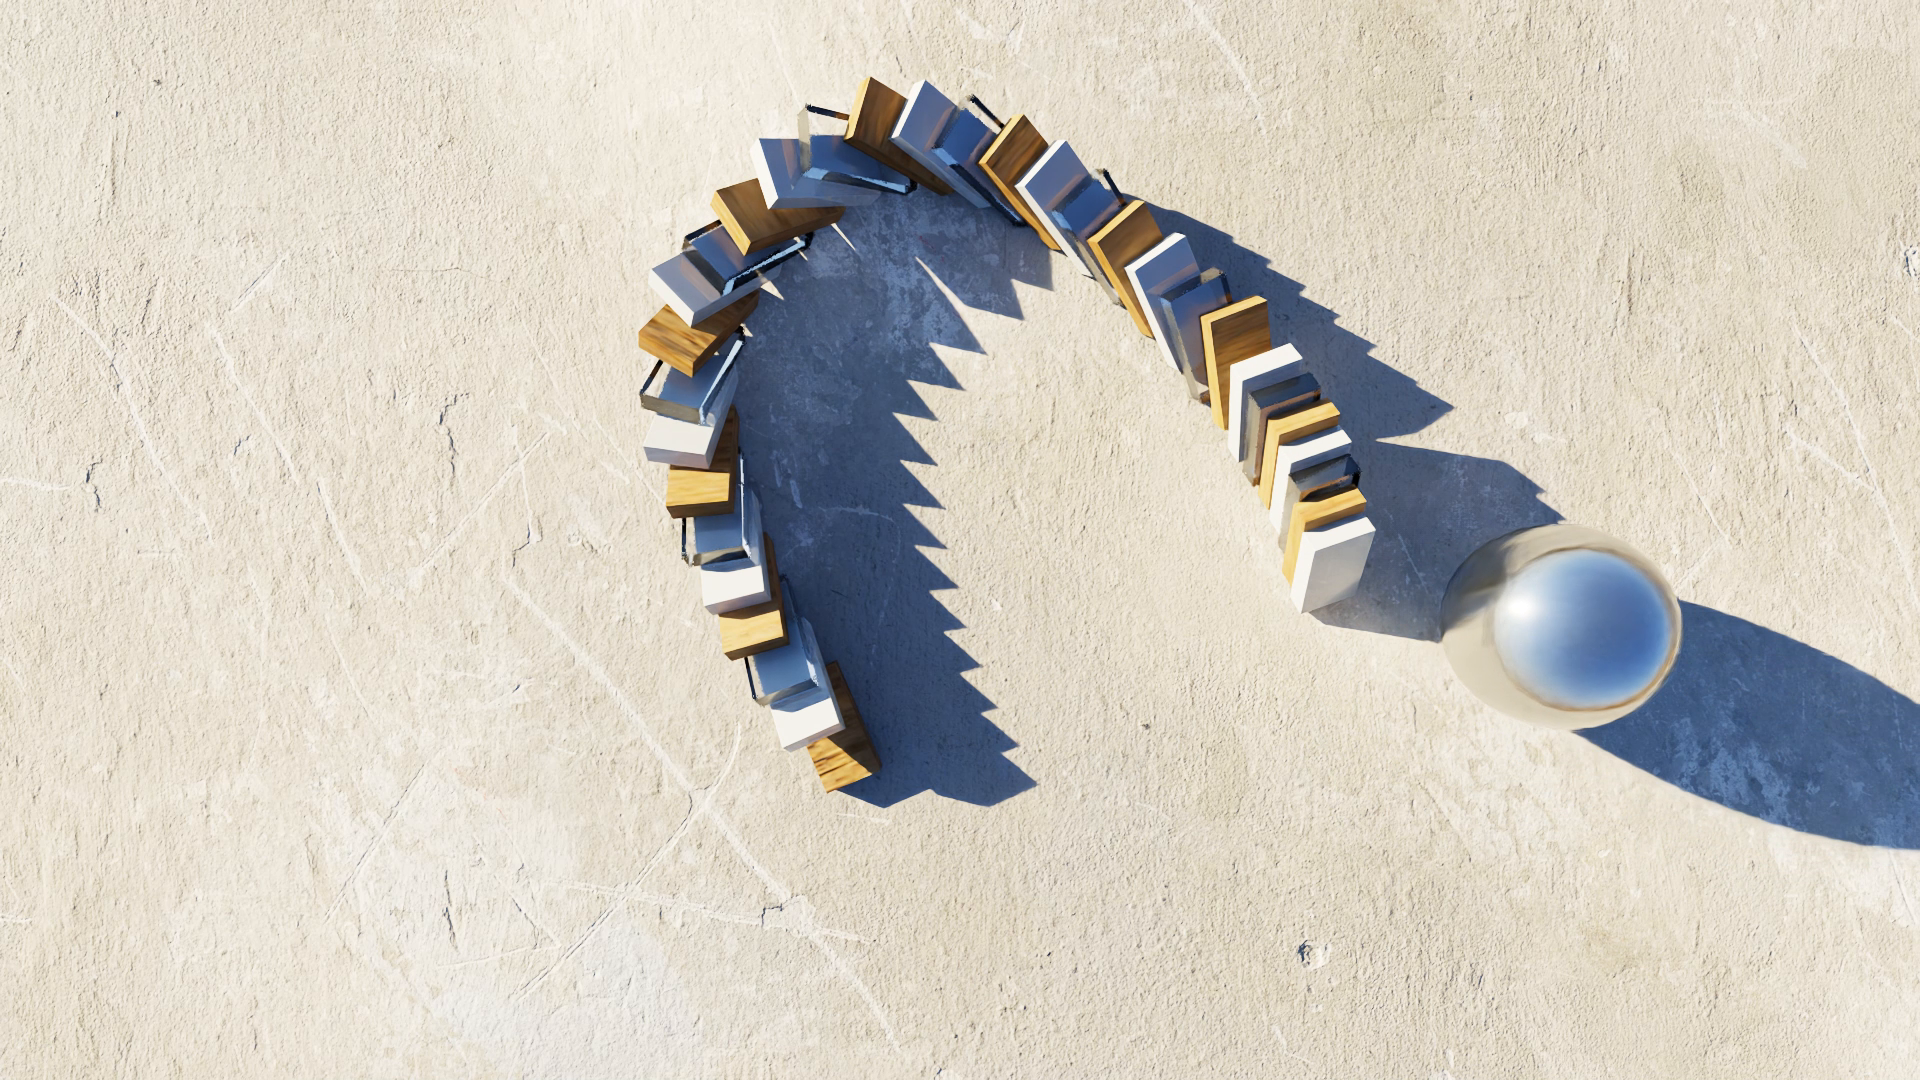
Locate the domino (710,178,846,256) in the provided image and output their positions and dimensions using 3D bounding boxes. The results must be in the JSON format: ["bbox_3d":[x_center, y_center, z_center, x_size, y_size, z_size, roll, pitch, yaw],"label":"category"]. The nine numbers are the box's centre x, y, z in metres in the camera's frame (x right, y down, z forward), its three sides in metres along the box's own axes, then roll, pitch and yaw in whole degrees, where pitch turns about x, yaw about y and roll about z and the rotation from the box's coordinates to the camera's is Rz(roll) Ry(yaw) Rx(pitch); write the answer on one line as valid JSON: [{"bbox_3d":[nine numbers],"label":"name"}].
[{"bbox_3d":[-0.075,-0.139,0.382,0.050,0.010,0.025,-34,90,-33],"label":"domino"}]

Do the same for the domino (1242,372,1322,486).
[{"bbox_3d":[0.132,-0.044,0.377,0.025,0.050,0.010,-19,54,0],"label":"domino"}]

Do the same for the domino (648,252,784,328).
[{"bbox_3d":[-0.101,-0.112,0.382,0.025,0.010,0.050,46,57,1],"label":"domino"}]

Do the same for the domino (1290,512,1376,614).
[{"bbox_3d":[0.152,0.010,0.377,0.025,0.050,0.009,-19,54,0],"label":"domino"}]

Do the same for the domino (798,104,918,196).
[{"bbox_3d":[-0.042,-0.162,0.382,0.050,0.010,0.025,-4,90,-36],"label":"domino"}]

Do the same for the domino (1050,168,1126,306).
[{"bbox_3d":[0.062,-0.126,0.383,0.025,0.010,0.050,-44,122,0],"label":"domino"}]

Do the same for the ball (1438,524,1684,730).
[{"bbox_3d":[0.233,0.034,0.360,0.080,0.080,0.080,0,90,0],"label":"ball"}]

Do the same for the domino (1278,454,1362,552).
[{"bbox_3d":[0.147,-0.012,0.377,0.025,0.050,0.009,-19,54,0],"label":"domino"}]

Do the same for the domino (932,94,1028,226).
[{"bbox_3d":[0.015,-0.157,0.382,0.050,0.010,0.025,31,89,-33],"label":"domino"}]

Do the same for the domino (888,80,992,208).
[{"bbox_3d":[-0.003,-0.164,0.382,0.050,0.009,0.025,26,89,-33],"label":"domino"}]

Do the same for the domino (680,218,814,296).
[{"bbox_3d":[-0.088,-0.124,0.382,0.025,0.009,0.050,47,57,0],"label":"domino"}]

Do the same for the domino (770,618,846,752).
[{"bbox_3d":[-0.068,0.060,0.384,0.025,0.009,0.050,-24,63,0],"label":"domino"}]

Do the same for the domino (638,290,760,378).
[{"bbox_3d":[-0.108,-0.092,0.382,0.025,0.010,0.050,30,56,0],"label":"domino"}]

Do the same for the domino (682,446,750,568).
[{"bbox_3d":[-0.102,-0.014,0.383,0.025,0.010,0.050,-9,60,0],"label":"domino"}]

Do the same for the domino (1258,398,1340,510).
[{"bbox_3d":[0.138,-0.034,0.377,0.025,0.050,0.009,-19,54,0],"label":"domino"}]

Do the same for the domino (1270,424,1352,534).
[{"bbox_3d":[0.143,-0.024,0.377,0.025,0.050,0.010,-19,54,0],"label":"domino"}]

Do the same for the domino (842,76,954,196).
[{"bbox_3d":[-0.022,-0.167,0.382,0.050,0.009,0.025,17,89,-34],"label":"domino"}]

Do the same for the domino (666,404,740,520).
[{"bbox_3d":[-0.107,-0.033,0.383,0.025,0.010,0.050,-5,58,0],"label":"domino"}]

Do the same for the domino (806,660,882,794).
[{"bbox_3d":[-0.055,0.080,0.395,0.025,0.010,0.050,-24,90,0],"label":"domino"}]

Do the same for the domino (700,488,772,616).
[{"bbox_3d":[-0.095,0.005,0.384,0.025,0.010,0.050,-14,61,0],"label":"domino"}]

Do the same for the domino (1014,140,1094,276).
[{"bbox_3d":[0.048,-0.138,0.383,0.025,0.009,0.050,-48,123,0],"label":"domino"}]

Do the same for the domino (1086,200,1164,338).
[{"bbox_3d":[0.076,-0.113,0.383,0.025,0.010,0.050,-41,122,0],"label":"domino"}]

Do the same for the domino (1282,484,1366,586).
[{"bbox_3d":[0.149,-0.001,0.377,0.025,0.050,0.010,-19,54,0],"label":"domino"}]

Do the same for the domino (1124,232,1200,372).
[{"bbox_3d":[0.090,-0.099,0.383,0.025,0.010,0.050,-35,121,0],"label":"domino"}]

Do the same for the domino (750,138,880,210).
[{"bbox_3d":[-0.060,-0.153,0.381,0.050,0.009,0.025,-18,90,-36],"label":"domino"}]

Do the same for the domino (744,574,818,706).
[{"bbox_3d":[-0.078,0.042,0.384,0.025,0.009,0.050,-20,62,0],"label":"domino"}]

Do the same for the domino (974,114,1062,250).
[{"bbox_3d":[0.032,-0.149,0.382,0.050,0.009,0.025,38,90,-33],"label":"domino"}]

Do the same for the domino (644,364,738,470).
[{"bbox_3d":[-0.111,-0.054,0.382,0.025,0.009,0.050,8,56,0],"label":"domino"}]

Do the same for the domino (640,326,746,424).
[{"bbox_3d":[-0.111,-0.072,0.382,0.025,0.010,0.050,16,55,0],"label":"domino"}]

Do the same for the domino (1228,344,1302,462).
[{"bbox_3d":[0.125,-0.055,0.377,0.025,0.050,0.010,-20,53,0],"label":"domino"}]

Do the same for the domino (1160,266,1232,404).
[{"bbox_3d":[0.103,-0.085,0.382,0.025,0.009,0.050,-29,123,0],"label":"domino"}]

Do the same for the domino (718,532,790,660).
[{"bbox_3d":[-0.088,0.023,0.384,0.025,0.009,0.050,-16,61,0],"label":"domino"}]

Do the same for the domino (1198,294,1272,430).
[{"bbox_3d":[0.116,-0.073,0.382,0.025,0.009,0.050,-22,123,-5],"label":"domino"}]
